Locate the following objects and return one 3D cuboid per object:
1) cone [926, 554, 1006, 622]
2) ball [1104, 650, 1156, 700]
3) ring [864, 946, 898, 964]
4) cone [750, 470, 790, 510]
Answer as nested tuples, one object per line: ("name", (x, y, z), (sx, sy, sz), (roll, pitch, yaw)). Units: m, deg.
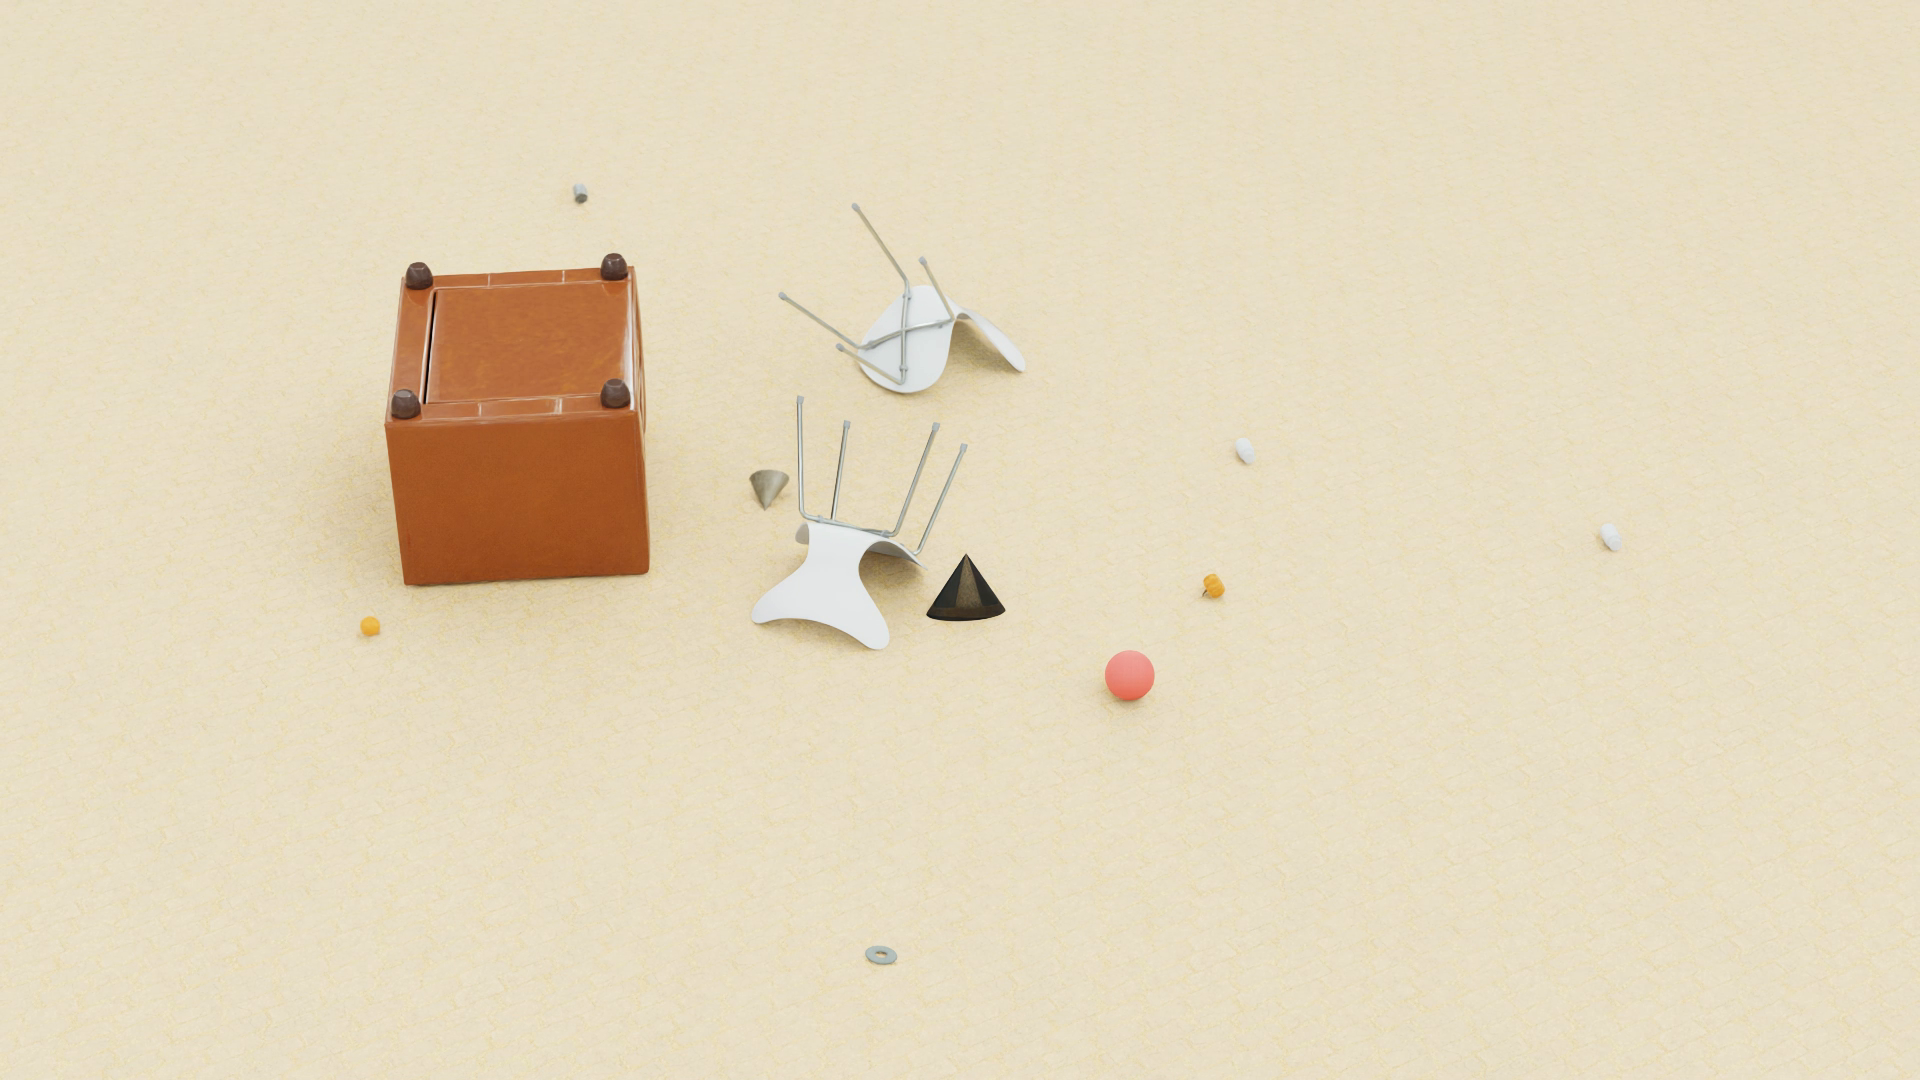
("cone", (0.022, 0.152, 10.481), (0.289, 0.256, 0.115), (-3, 33, -5))
("ball", (0.584, 0.465, 10.081), (0.173, 0.173, 0.173), (0, 33, 0))
("ring", (-0.242, 1.273, 8.998), (0.103, 0.016, 0.078), (13, 36, 19))
("cone", (-0.734, -0.171, 11.154), (0.159, 0.114, 0.155), (-6, 53, 17))
